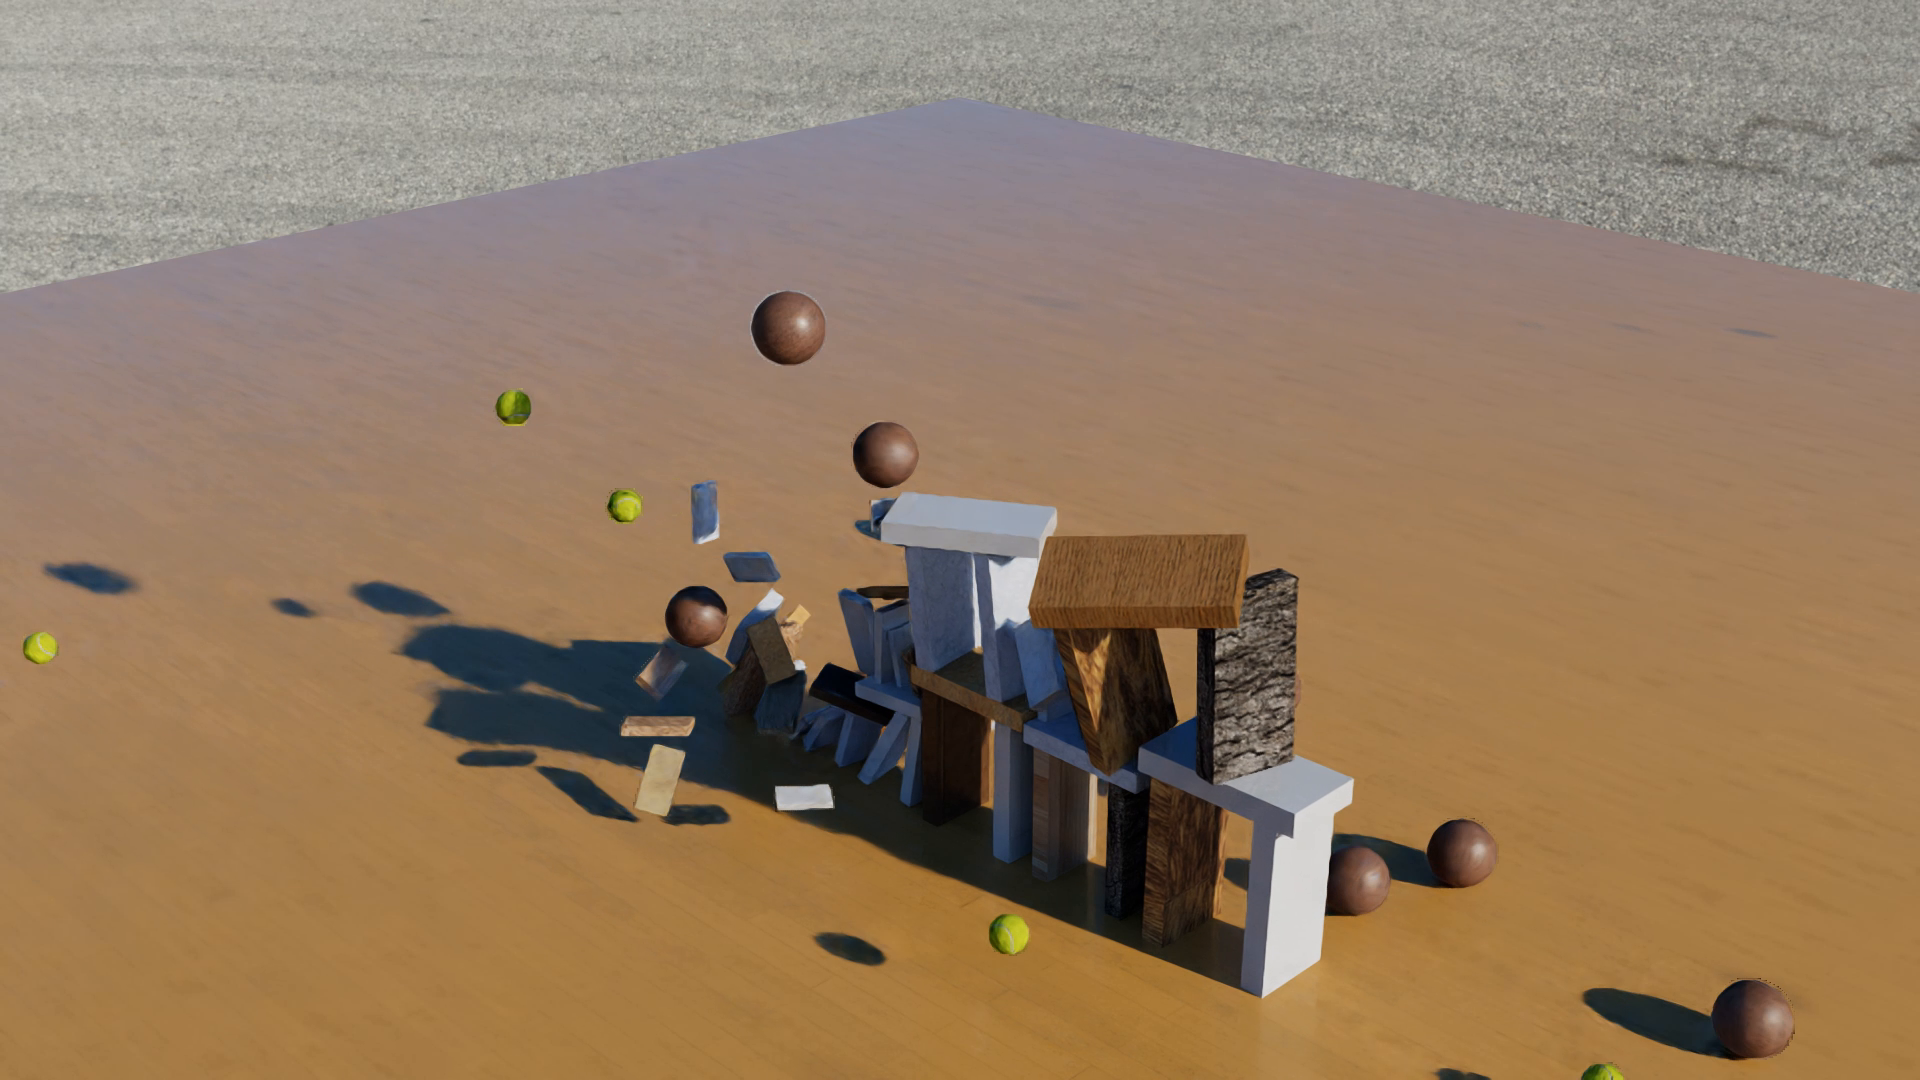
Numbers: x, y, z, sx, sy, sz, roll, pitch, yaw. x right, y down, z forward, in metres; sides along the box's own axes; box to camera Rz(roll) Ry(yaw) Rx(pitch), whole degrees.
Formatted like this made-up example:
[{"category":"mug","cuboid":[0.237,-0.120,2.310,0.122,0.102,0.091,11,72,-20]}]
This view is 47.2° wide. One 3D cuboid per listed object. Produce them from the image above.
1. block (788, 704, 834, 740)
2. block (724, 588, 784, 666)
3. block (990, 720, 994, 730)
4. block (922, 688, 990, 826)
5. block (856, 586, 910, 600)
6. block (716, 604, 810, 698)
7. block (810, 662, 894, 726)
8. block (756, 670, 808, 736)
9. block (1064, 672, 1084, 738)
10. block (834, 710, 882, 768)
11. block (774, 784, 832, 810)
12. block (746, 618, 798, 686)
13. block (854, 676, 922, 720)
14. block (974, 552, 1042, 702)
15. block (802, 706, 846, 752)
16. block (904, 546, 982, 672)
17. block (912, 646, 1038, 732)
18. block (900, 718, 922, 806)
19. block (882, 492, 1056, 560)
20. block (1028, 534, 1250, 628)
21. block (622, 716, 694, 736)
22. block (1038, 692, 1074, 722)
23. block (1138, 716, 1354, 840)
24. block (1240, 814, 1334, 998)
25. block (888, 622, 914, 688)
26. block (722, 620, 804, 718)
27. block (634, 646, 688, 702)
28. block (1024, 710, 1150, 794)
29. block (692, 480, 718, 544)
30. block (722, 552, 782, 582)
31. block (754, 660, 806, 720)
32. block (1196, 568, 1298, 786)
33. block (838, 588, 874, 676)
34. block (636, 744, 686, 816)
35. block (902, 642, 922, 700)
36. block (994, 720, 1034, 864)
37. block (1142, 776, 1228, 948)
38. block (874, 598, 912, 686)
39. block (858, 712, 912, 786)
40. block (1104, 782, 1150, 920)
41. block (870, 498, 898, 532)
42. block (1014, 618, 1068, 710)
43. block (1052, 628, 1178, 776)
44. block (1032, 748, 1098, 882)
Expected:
[{"category":"block","cuboid":[-0.312,0.387,4.689,0.078,0.022,0.157,-20,-9,-22]},{"category":"block","cuboid":[-0.452,0.194,4.828,0.034,0.239,0.120,41,69,3]},{"category":"block","cuboid":[0.028,0.400,4.722,0.106,0.053,0.015,-17,53,-16]},{"category":"block","cuboid":[-0.007,0.412,4.409,0.149,0.298,0.042,-21,31,-40]},{"category":"block","cuboid":[-0.147,0.108,4.501,0.081,0.023,0.163,1,-3,-22]},{"category":"block","cuboid":[-0.441,0.248,4.925,0.034,0.239,0.120,46,27,-5]},{"category":"block","cuboid":[-0.213,0.318,4.536,0.176,0.025,0.088,21,37,11]},{"category":"block","cuboid":[-0.375,0.344,4.643,0.078,0.022,0.157,-4,44,13]},{"category":"block","cuboid":[0.237,0.274,4.088,0.023,0.166,0.083,-10,12,42]},{"category":"block","cuboid":[-0.205,0.395,4.607,0.088,0.176,0.025,-16,49,-34]},{"category":"block","cuboid":[-0.302,0.496,4.238,0.106,0.015,0.053,0,33,-12]},{"category":"block","cuboid":[-0.401,0.237,4.674,0.066,0.132,0.019,-21,-10,-11]},{"category":"block","cuboid":[-0.106,0.312,4.460,0.106,0.030,0.212,-20,23,-38]},{"category":"block","cuboid":[0.107,0.141,4.168,0.150,0.301,0.043,-19,22,-38]},{"category":"block","cuboid":[-0.269,0.391,4.641,0.088,0.176,0.025,-19,71,-26]},{"category":"block","cuboid":[-0.032,0.090,4.281,0.043,0.301,0.150,15,30,39]},{"category":"block","cuboid":[0.063,0.282,4.278,0.298,0.042,0.149,21,31,40]},{"category":"block","cuboid":[-0.062,0.433,4.468,0.106,0.211,0.030,-21,41,-41]},{"category":"block","cuboid":[0.018,-0.028,4.122,0.301,0.043,0.150,6,24,13]},{"category":"block","cuboid":[0.301,0.069,3.679,0.346,0.049,0.173,-1,43,17]},{"category":"block","cuboid":[-0.592,0.365,4.316,0.132,0.019,0.066,0,13,3]},{"category":"block","cuboid":[0.185,0.253,4.133,0.083,0.166,0.023,-21,32,-40]},{"category":"block","cuboid":[0.498,0.411,3.857,0.340,0.048,0.170,21,31,40]},{"category":"block","cuboid":[0.576,0.619,3.865,0.048,0.340,0.170,23,32,40]},{"category":"block","cuboid":[-0.109,0.232,4.456,0.061,0.121,0.017,-19,16,-36]},{"category":"block","cuboid":[-0.433,0.282,4.807,0.120,0.239,0.034,-21,60,-41]},{"category":"block","cuboid":[-0.594,0.265,4.380,0.063,0.018,0.125,43,33,-6]},{"category":"block","cuboid":[0.268,0.382,4.093,0.140,0.040,0.280,-21,31,-41]},{"category":"block","cuboid":[-0.542,-0.059,4.674,0.018,0.125,0.063,11,20,33]},{"category":"block","cuboid":[-0.433,0.057,4.582,0.125,0.063,0.018,-1,34,40]},{"category":"block","cuboid":[-0.393,0.330,4.794,0.078,0.157,0.022,-22,60,-41]},{"category":"block","cuboid":[0.491,0.235,3.766,0.173,0.346,0.049,-13,23,-27]},{"category":"block","cuboid":[-0.196,0.198,4.538,0.023,0.203,0.081,-35,39,-29]},{"category":"block","cuboid":[-0.595,0.477,4.372,0.066,0.132,0.019,15,-7,0]},{"category":"block","cuboid":[-0.075,0.253,4.366,0.061,0.121,0.017,-35,42,-23]},{"category":"block","cuboid":[0.133,0.466,4.280,0.042,0.298,0.149,21,31,41]},{"category":"block","cuboid":[0.414,0.558,4.008,0.170,0.340,0.048,-21,32,-40]},{"category":"block","cuboid":[-0.136,0.207,4.473,0.081,0.163,0.023,-20,33,-38]},{"category":"block","cuboid":[-0.132,0.408,4.544,0.030,0.212,0.106,40,36,14]},{"category":"block","cuboid":[0.334,0.555,4.095,0.040,0.280,0.140,21,31,41]},{"category":"block","cuboid":[-0.111,-0.052,4.252,0.121,0.061,0.017,-5,8,-11]},{"category":"block","cuboid":[0.149,0.221,4.049,0.023,0.083,0.166,15,52,-38]},{"category":"block","cuboid":[0.271,0.216,3.880,0.173,0.414,0.049,-35,42,-21]},{"category":"block","cuboid":[0.202,0.503,4.216,0.040,0.280,0.140,21,31,41]}]
